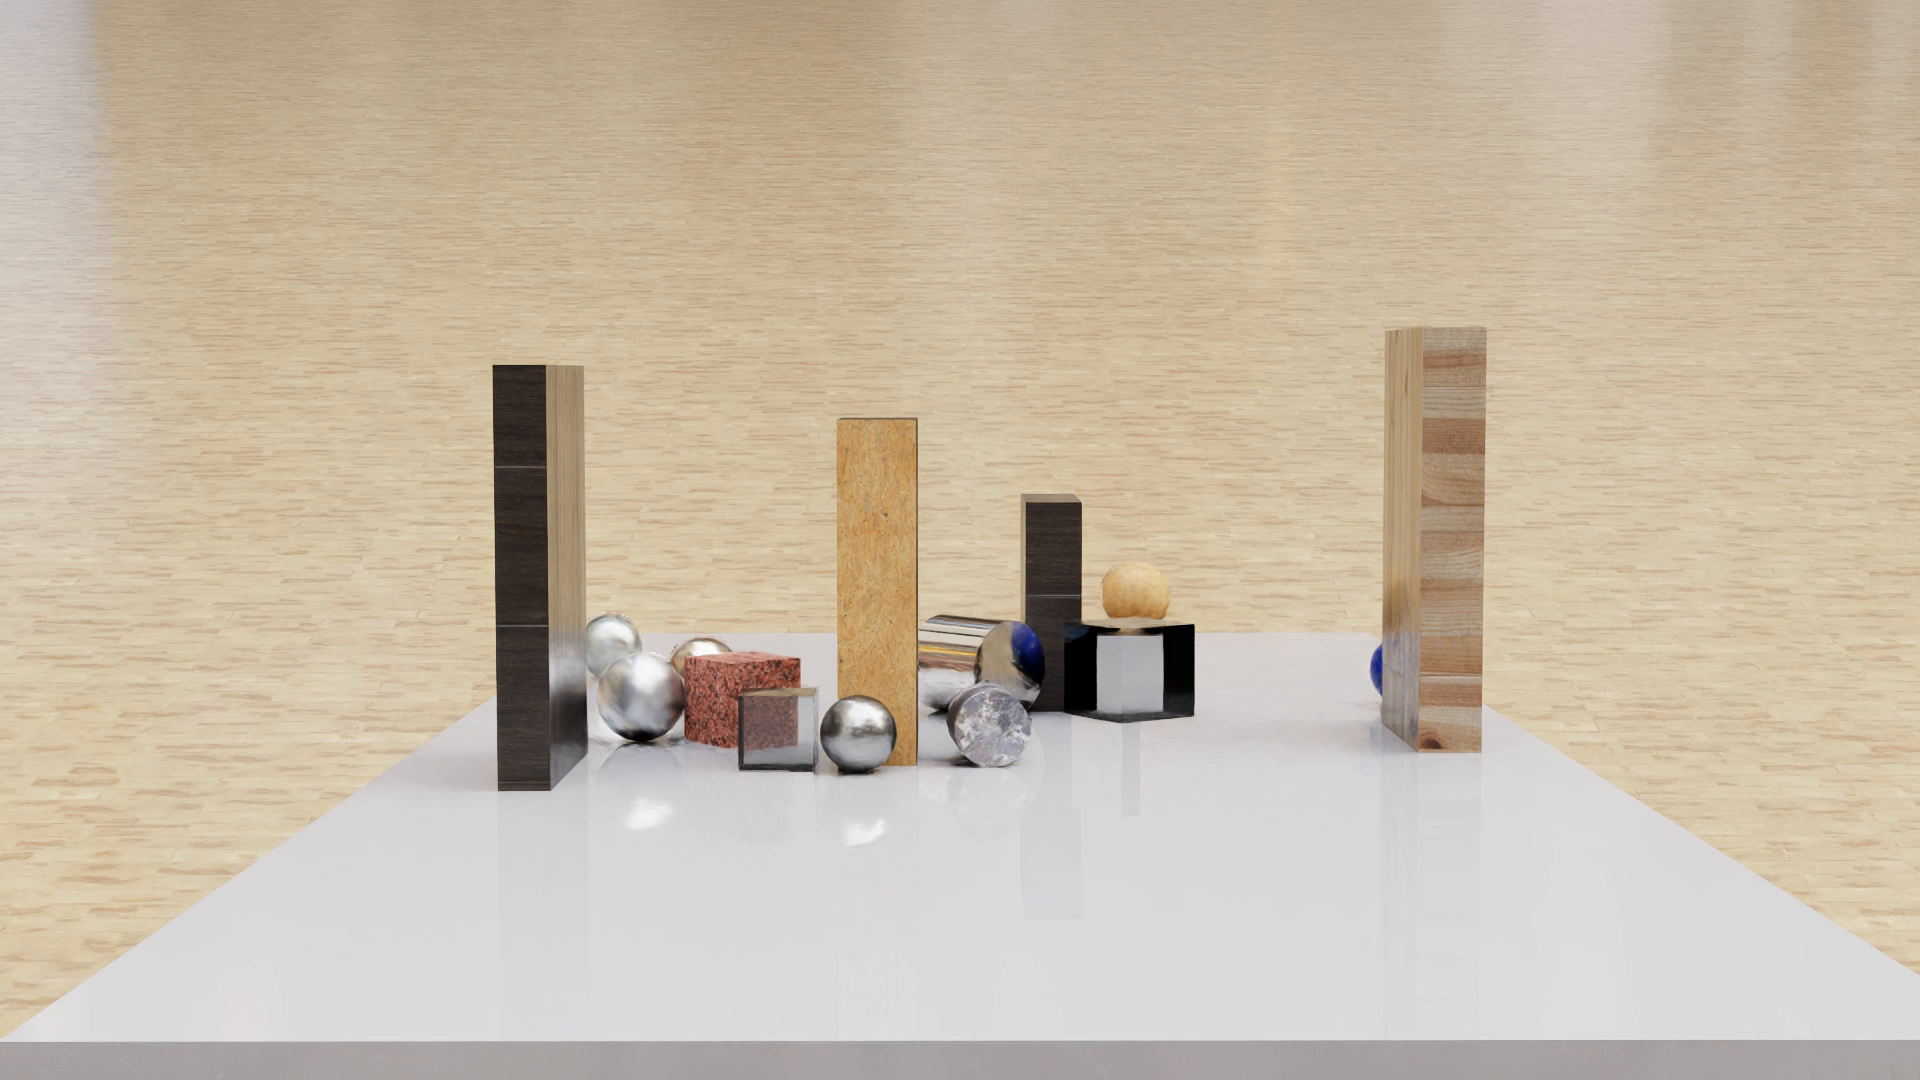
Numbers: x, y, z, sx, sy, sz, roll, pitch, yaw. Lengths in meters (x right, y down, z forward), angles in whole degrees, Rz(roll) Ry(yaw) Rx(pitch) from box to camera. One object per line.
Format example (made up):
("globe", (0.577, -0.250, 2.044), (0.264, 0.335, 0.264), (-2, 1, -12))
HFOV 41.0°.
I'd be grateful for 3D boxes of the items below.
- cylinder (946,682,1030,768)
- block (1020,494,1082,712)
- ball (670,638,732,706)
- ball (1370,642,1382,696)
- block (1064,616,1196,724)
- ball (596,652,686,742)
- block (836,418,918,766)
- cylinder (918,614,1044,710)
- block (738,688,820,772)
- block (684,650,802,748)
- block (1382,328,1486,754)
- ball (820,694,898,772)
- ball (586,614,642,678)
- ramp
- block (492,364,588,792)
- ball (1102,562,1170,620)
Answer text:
("cylinder", (0.048, 0.313, 4.357), (0.128, 0.128, 0.128), (-2, 4, -6))
("block", (0.182, 0.119, 5.176), (0.110, 0.409, 0.366), (0, 4, 0))
("ball", (-0.501, 0.262, 5.027), (0.144, 0.144, 0.144), (0, 20, 0))
("ball", (0.885, 0.257, 5.097), (0.143, 0.143, 0.143), (0, 20, 0))
("block", (0.327, 0.249, 4.953), (0.179, 0.179, 0.179), (-3, 5, -35))
("ball", (-0.572, 0.282, 4.605), (0.159, 0.159, 0.159), (0, 20, 0))
("block", (-0.140, 0.082, 4.418), (0.132, 0.581, 0.244), (0, 4, 0))
("cylinder", (0.031, 0.243, 4.964), (0.189, 0.189, 0.189), (-18, 15, -41))
("block", (-0.304, 0.318, 4.319), (0.124, 0.124, 0.124), (0, 4, 2))
("block", (-0.390, 0.285, 4.614), (0.150, 0.150, 0.150), (-3, 5, -38))
("block", (0.850, -0.010, 4.627), (0.109, 0.737, 0.391), (0, 4, 0))
("ball", (-0.168, 0.320, 4.247), (0.128, 0.128, 0.128), (0, 20, 0))
("ball", (-0.757, 0.231, 5.545), (0.140, 0.140, 0.140), (0, 20, 0))
("ramp", (0.046, 0.416, 4.535), (2.000, 0.100, 4.000), (0, 4, 0))
("block", (-0.689, 0.048, 4.239), (0.084, 0.672, 0.412), (0, 4, 0))
("ball", (0.463, 0.148, 6.763), (0.182, 0.182, 0.182), (0, 20, 0))
